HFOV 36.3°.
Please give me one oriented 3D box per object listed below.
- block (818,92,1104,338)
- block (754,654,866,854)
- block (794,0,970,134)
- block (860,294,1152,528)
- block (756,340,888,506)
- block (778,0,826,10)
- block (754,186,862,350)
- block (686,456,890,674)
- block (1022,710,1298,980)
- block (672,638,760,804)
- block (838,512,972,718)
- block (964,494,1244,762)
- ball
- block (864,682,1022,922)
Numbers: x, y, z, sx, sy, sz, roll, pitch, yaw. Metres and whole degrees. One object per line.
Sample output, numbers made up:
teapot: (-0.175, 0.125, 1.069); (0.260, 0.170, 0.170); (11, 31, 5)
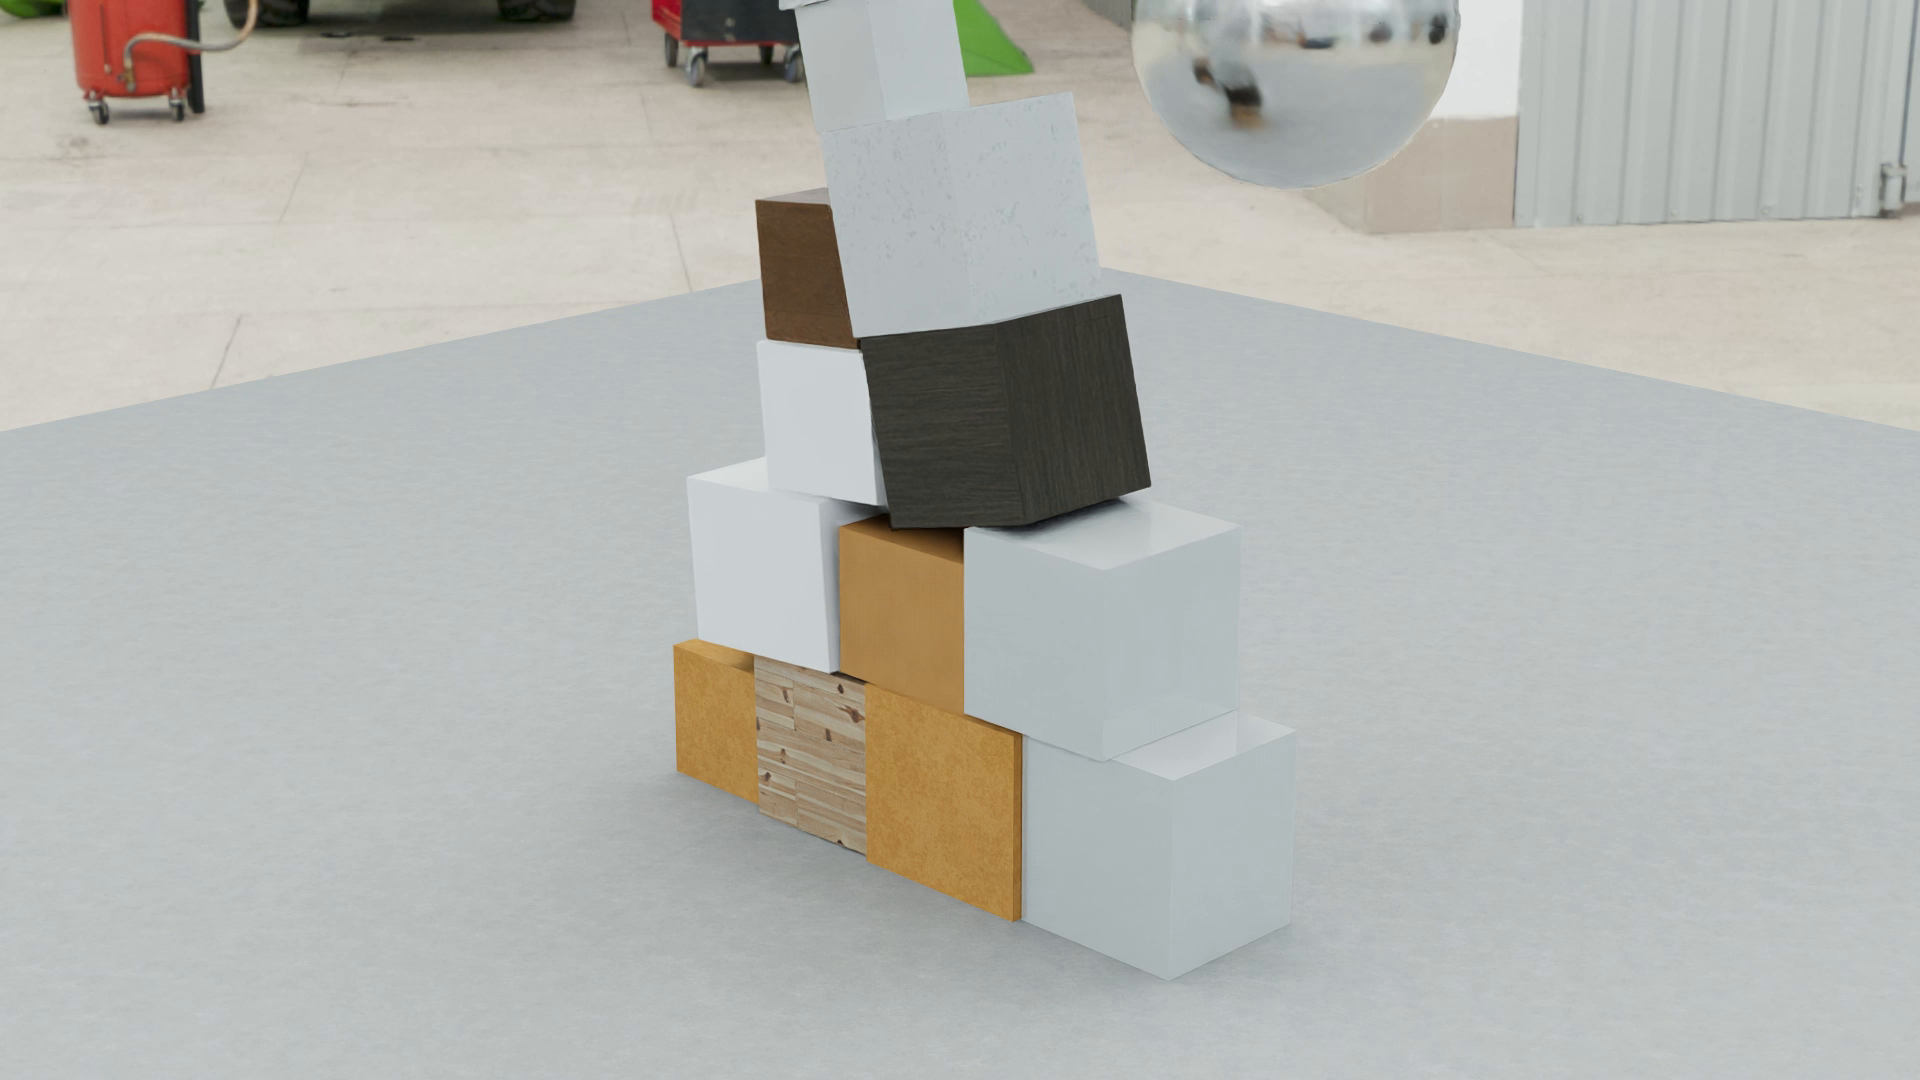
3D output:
block: (0.010, -1.427, 12.881); (0.806, 0.905, 0.782); (-17, 11, -43)
block: (-0.418, 0.909, 14.036); (0.799, 0.834, 0.772); (-17, 23, -42)
block: (-0.343, -2.134, 12.996); (0.515, 0.560, 0.467); (-17, 10, -43)
block: (0.204, -0.566, 12.964); (0.816, 0.863, 0.836); (-17, 11, -43)
block: (-0.391, -0.611, 13.545); (0.734, 0.685, 0.746); (10, 19, 44)
block: (-0.417, -2.712, 12.938); (0.636, 0.610, 0.591); (-16, 10, -43)
block: (-0.480, -1.265, 13.434); (0.613, 0.646, 0.617); (10, 19, 44)
block: (-0.629, 0.060, 14.004); (0.909, 0.805, 0.931); (-17, 20, -42)
block: (0.866, 1.253, 12.839); (0.817, 0.911, 0.864); (-17, 24, -42)
block: (-0.924, 0.835, 14.574); (0.703, 0.667, 0.691); (-17, 24, -42)
block: (0.037, 0.273, 13.386); (0.826, 0.700, 0.830); (17, 24, 42)
block: (0.621, 0.349, 12.784); (0.821, 0.846, 0.885); (17, 24, 42)
ball: (1.623, -2.510, 14.254); (1.600, 1.600, 1.600); (0, 17, 0)
block: (0.225, 1.074, 13.464); (0.919, 0.877, 0.942); (-17, 24, -42)
